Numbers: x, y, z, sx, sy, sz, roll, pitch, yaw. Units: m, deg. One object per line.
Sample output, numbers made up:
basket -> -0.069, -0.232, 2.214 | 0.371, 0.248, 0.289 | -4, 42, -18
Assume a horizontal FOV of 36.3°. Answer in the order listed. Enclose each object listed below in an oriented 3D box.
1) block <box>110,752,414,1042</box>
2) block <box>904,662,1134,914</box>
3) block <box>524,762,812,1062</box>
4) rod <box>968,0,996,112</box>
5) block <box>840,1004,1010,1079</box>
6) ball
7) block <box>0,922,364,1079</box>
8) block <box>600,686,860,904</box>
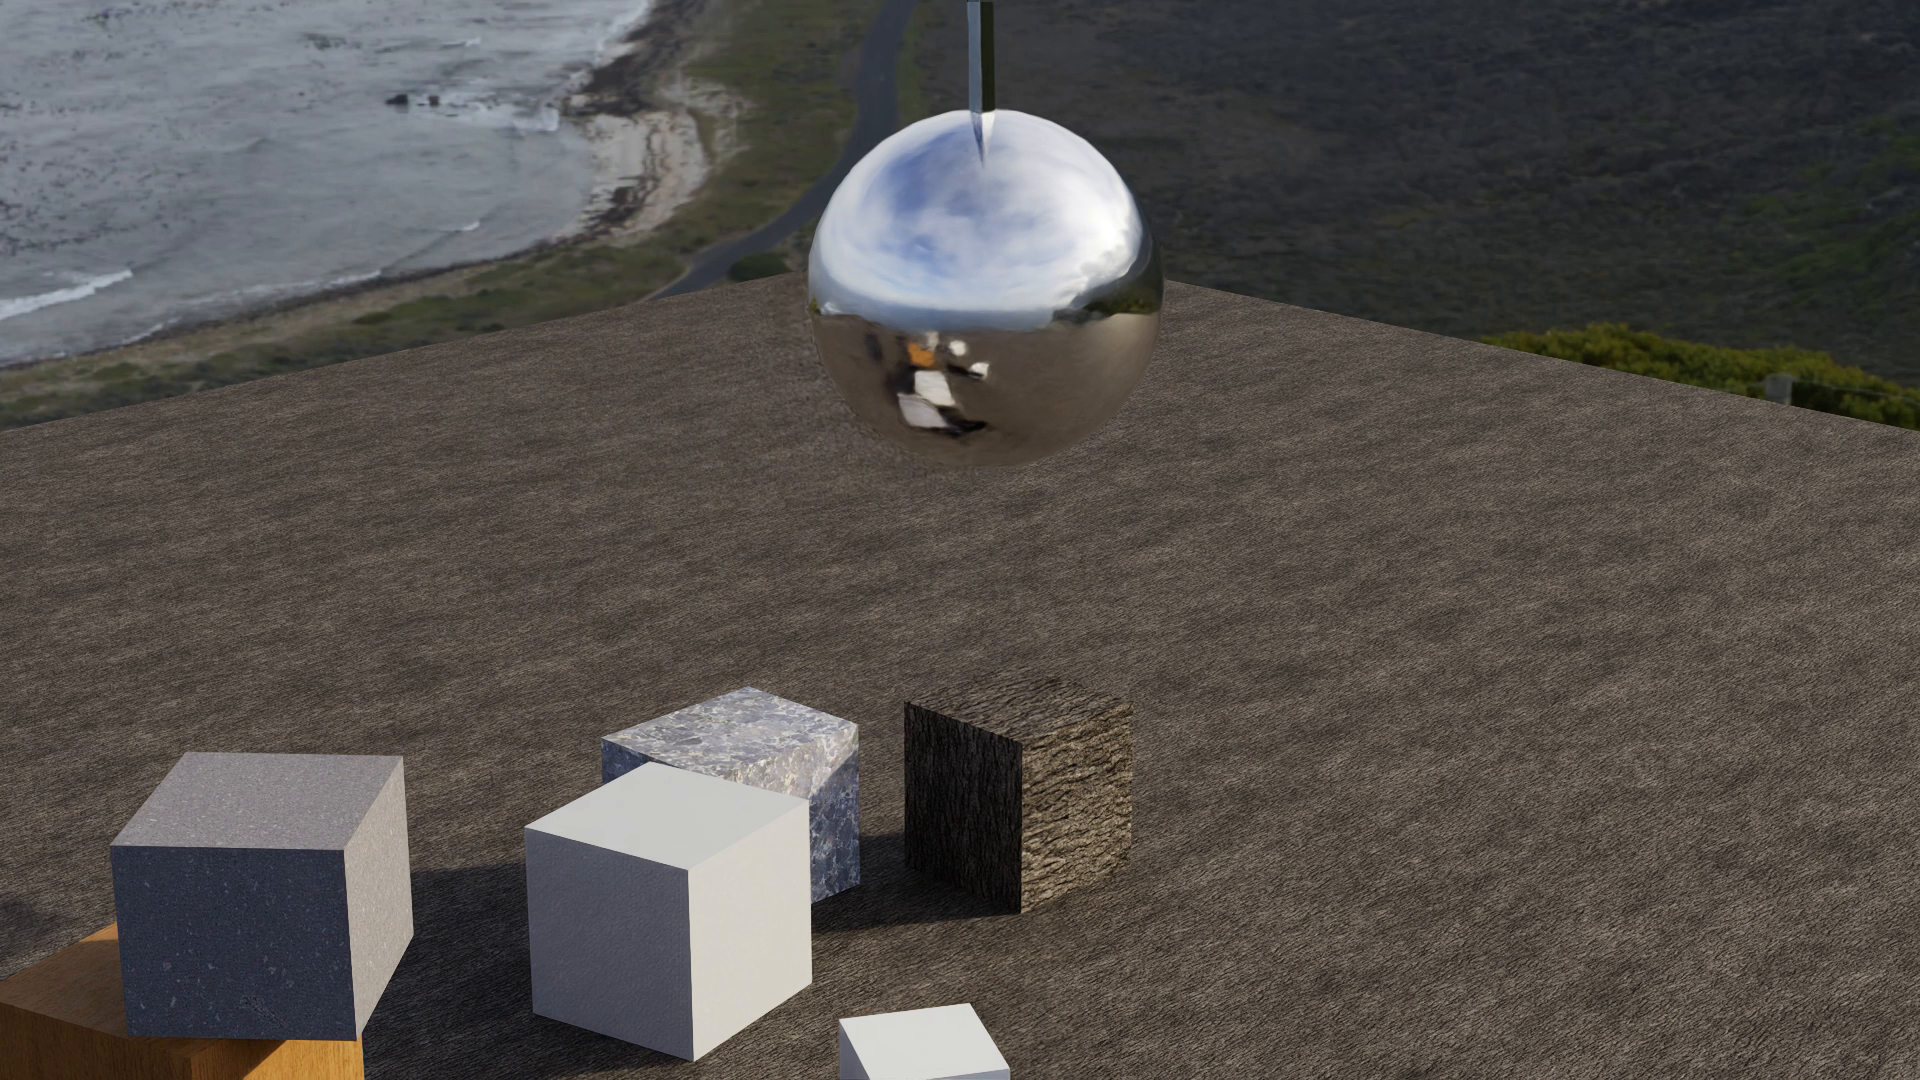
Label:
block -> -2.393, 1.219, 10.152 | 0.781, 0.696, 0.836 | 1, 17, 3
block -> 0.267, 1.119, 13.430 | 0.743, 0.812, 0.730 | 17, 24, 42
block -> -1.195, 1.516, 12.133 | 0.824, 0.832, 0.836 | 10, 20, 30
rod -> 0.049, -4.348, 12.026 | 0.080, 5.200, 0.080 | 17, 25, 42
block -> -0.135, 2.096, 10.758 | 0.502, 0.550, 0.539 | -5, 18, -15
ball -> 0.112, -1.124, 13.106 | 1.600, 1.600, 1.600 | 0, 17, 0
block -> -2.781, 1.988, 10.444 | 0.981, 0.945, 0.845 | 9, 20, 27
block -> -1.023, 1.220, 13.170 | 0.719, 0.776, 0.892 | 16, 23, 41
